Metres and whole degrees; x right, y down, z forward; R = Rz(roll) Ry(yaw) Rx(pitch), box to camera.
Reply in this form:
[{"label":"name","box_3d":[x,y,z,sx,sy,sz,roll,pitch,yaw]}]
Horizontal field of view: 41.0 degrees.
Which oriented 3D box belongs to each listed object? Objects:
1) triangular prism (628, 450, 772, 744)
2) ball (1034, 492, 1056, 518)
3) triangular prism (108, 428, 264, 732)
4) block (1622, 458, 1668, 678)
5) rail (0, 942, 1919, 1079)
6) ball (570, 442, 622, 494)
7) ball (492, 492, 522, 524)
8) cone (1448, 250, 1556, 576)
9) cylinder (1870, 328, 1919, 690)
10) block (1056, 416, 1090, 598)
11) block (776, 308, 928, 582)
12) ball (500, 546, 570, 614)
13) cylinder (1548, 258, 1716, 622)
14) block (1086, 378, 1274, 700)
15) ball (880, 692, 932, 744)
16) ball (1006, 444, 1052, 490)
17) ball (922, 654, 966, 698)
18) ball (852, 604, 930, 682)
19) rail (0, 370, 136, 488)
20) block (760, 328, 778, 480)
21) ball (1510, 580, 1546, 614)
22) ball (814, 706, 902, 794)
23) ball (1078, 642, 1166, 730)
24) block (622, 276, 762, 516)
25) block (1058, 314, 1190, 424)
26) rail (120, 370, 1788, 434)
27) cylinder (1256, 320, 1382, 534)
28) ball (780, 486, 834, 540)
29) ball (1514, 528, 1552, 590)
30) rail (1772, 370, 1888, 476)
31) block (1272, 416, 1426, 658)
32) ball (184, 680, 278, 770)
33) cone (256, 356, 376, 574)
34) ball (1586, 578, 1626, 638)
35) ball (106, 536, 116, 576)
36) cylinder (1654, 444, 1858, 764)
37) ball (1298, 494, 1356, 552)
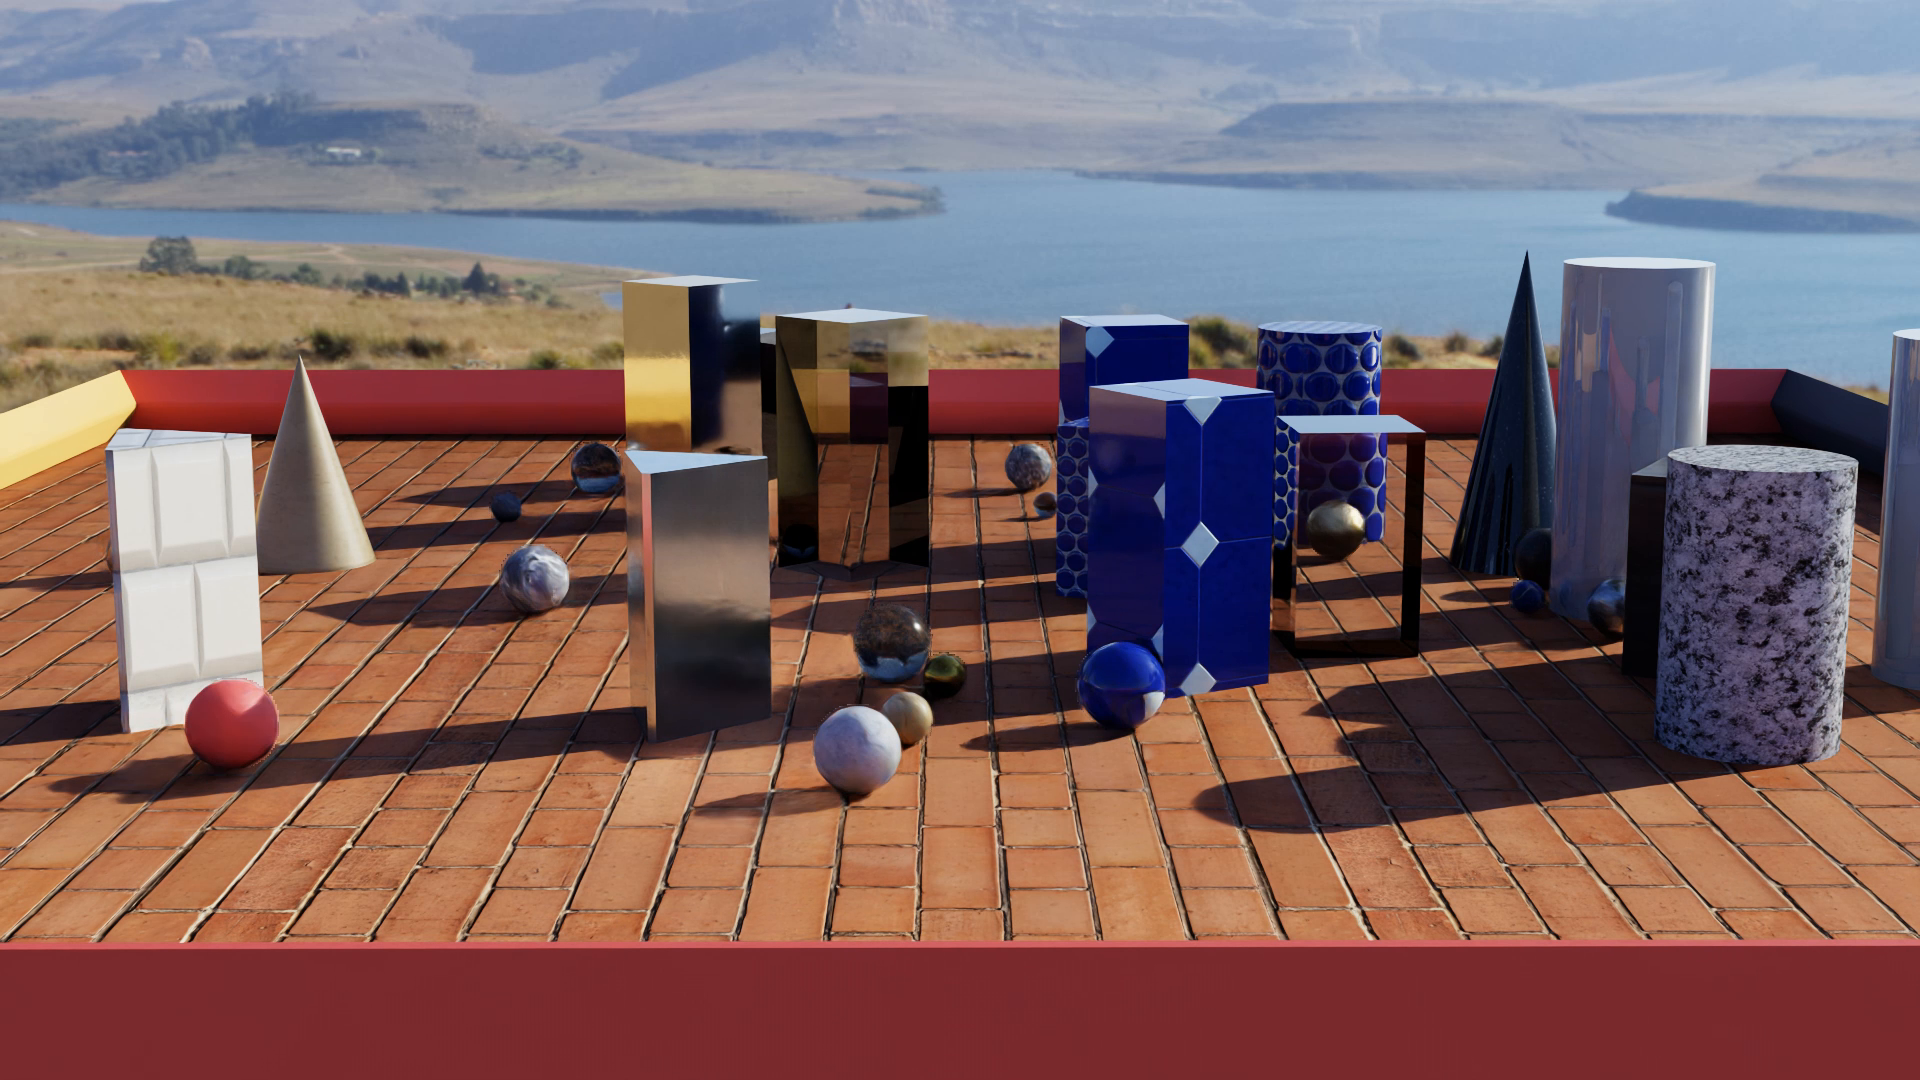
[{"label":"triangular prism","box_3d":[-0.324,0.055,2.868,0.169,0.297,0.146,-10,14,-43]},{"label":"ball","box_3d":[0.141,-0.057,4.164,0.043,0.043,0.043,0,11,0]},{"label":"triangular prism","box_3d":[-0.908,0.038,2.910,0.169,0.315,0.146,-10,14,-42]},{"label":"block","box_3d":[0.905,0.037,3.107,0.156,0.245,0.156,6,12,28]},{"label":"rail","box_3d":[0.010,0.337,1.809,3.320,0.126,0.045,0,11,0]},{"label":"ball","box_3d":[-0.624,-0.123,4.400,0.087,0.087,0.087,0,11,0]},{"label":"ball","box_3d":[-0.728,-0.051,4.119,0.049,0.049,0.049,0,11,0]},{"label":"cone","box_3d":[0.819,-0.194,3.748,0.195,0.464,0.195,0,11,0]},{"label":"cylinder","box_3d":[1.199,-0.037,3.049,0.195,0.411,0.195,0,11,0]},{"label":"block","box_3d":[0.238,-0.046,3.572,0.156,0.238,0.156,5,12,27]},{"label":"block","box_3d":[-0.156,-0.141,3.725,0.156,0.370,0.156,10,15,44]},{"label":"ball","box_3d":[-0.569,0.054,3.439,0.091,0.091,0.091,0,11,0]},{"label":"cylinder","box_3d":[0.895,-0.135,3.424,0.195,0.468,0.195,0,11,0]},{"label":"block","box_3d":[0.261,-0.006,3.051,0.156,0.349,0.156,-6,12,-31]},{"label":"ball","box_3d":[-0.058,0.193,2.779,0.057,0.057,0.057,0,11,0]},{"label":"ball","box_3d":[0.119,-0.127,4.436,0.081,0.081,0.081,0,11,0]},{"label":"ball","box_3d":[-0.018,0.159,2.984,0.050,0.050,0.050,0,11,0]},{"label":"ball","box_3d":[-0.081,0.123,3.056,0.093,0.093,0.093,0,11,0]},{"label":"rail","box_3d":[-1.636,0.034,3.440,0.045,0.126,3.384,0,11,0]},{"label":"block","box_3d":[-0.411,-0.239,4.544,0.156,0.263,0.156,5,12,26]},{"label":"ball","box_3d":[0.762,0.076,3.442,0.045,0.045,0.045,0,11,0]},{"label":"ball","box_3d":[-0.104,0.212,2.590,0.089,0.089,0.089,0,11,0]},{"label":"ball","box_3d":[0.179,0.161,2.841,0.097,0.097,0.097,0,11,0]},{"label":"block","box_3d":[-0.433,-0.230,4.169,0.156,0.382,0.156,9,14,41]},{"label":"block","box_3d":[0.242,-0.153,3.836,0.156,0.352,0.156,-2,11,-12]},{"label":"rail","box_3d":[-0.010,-0.272,5.089,3.320,0.126,0.045,0,11,0]},{"label":"cylinder","box_3d":[0.565,-0.177,4.055,0.195,0.320,0.195,0,11,0]},{"label":"ball","box_3d":[-0.238,-0.042,3.980,0.082,0.082,0.082,0,11,0]},{"label":"ball","box_3d":[0.821,0.026,3.595,0.088,0.088,0.088,0,11,0]},{"label":"rail","box_3d":[1.636,0.031,3.458,0.045,0.126,3.384,0,11,0]},{"label":"block","box_3d":[0.488,-0.007,3.239,0.156,0.282,0.156,-1,11,-3]},{"label":"ball","box_3d":[-0.761,0.193,2.681,0.094,0.094,0.094,0,11,0]},{"label":"cone","box_3d":[-0.966,-0.121,3.779,0.195,0.309,0.195,0,11,0]},{"label":"ball","box_3d":[0.844,0.087,3.299,0.076,0.076,0.076,0,11,0]},{"label":"ball","box_3d":[-1.178,0.021,3.655,0.075,0.075,0.075,0,11,0]},{"label":"cylinder","box_3d":[0.857,0.066,2.768,0.195,0.312,0.195,0,11,0]},{"label":"ball","box_3d":[0.555,-0.026,3.878,0.088,0.088,0.088,0,11,0]}]
